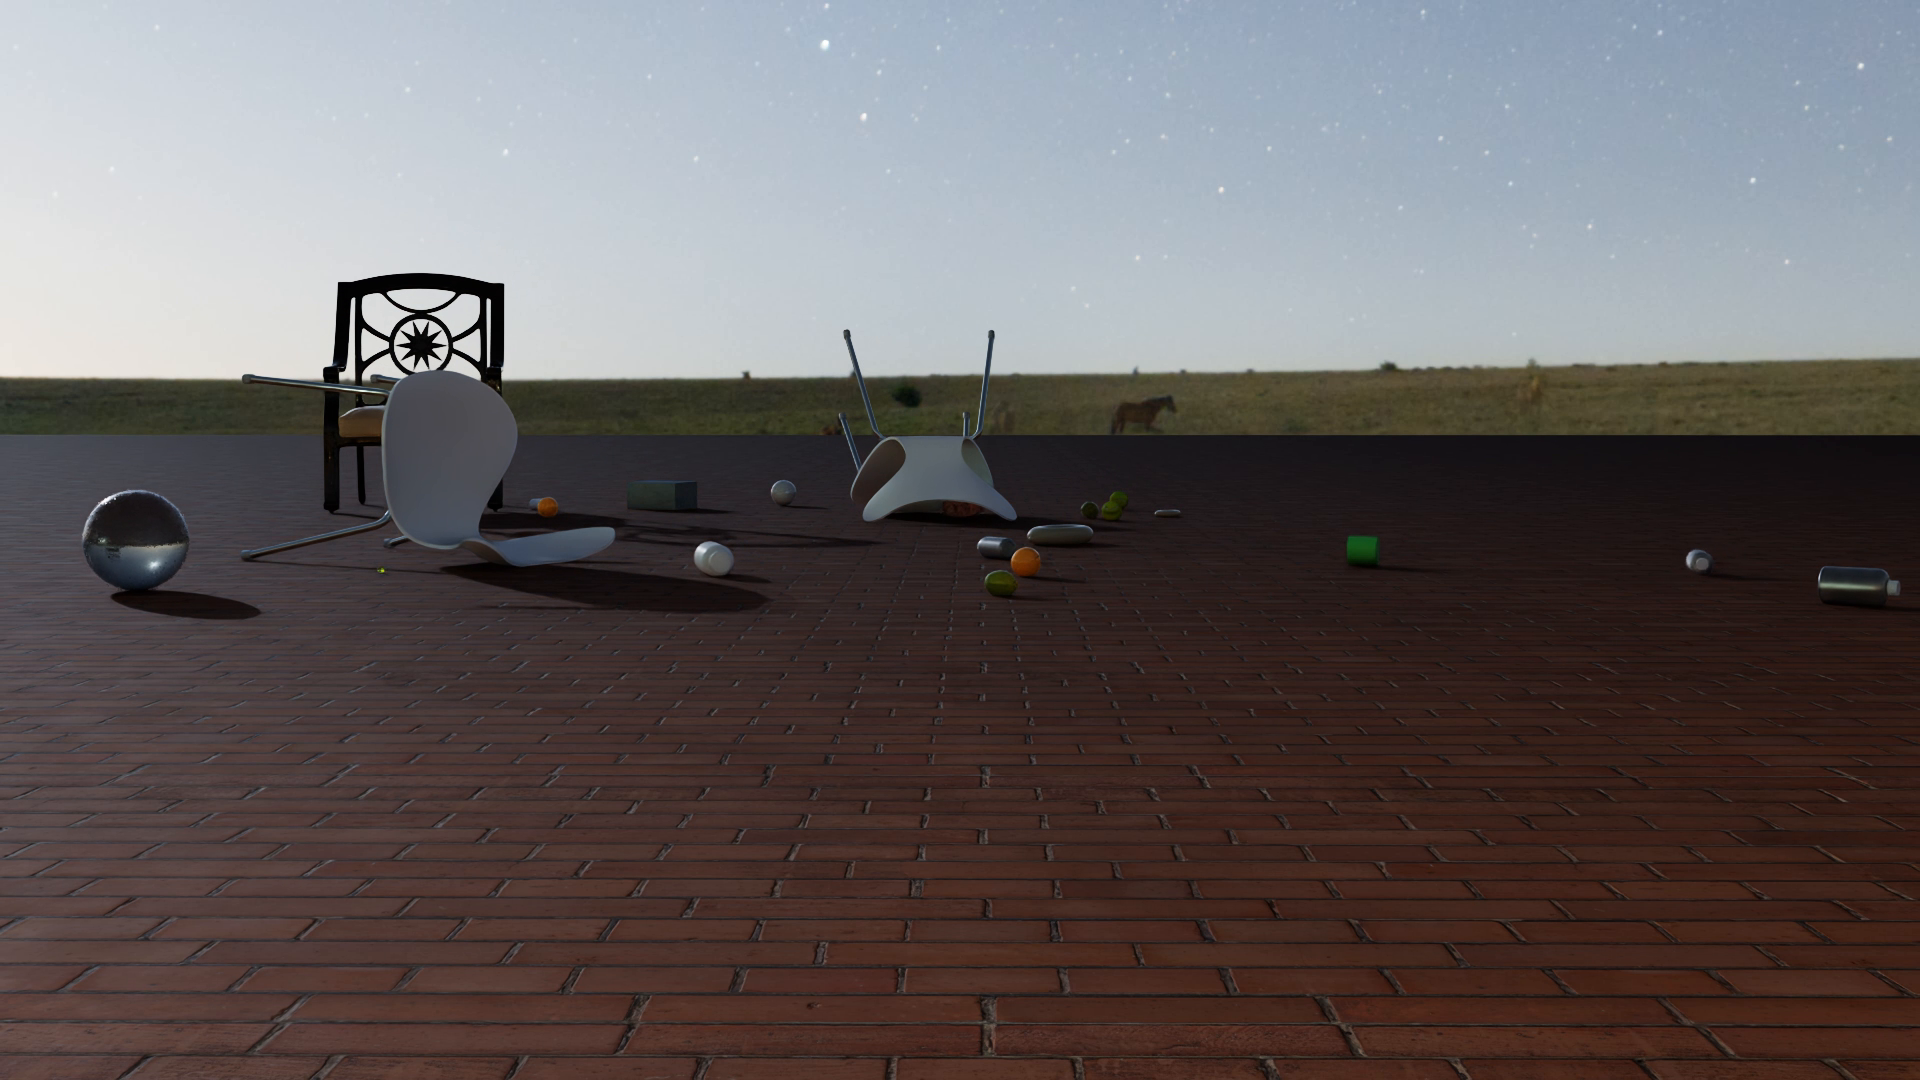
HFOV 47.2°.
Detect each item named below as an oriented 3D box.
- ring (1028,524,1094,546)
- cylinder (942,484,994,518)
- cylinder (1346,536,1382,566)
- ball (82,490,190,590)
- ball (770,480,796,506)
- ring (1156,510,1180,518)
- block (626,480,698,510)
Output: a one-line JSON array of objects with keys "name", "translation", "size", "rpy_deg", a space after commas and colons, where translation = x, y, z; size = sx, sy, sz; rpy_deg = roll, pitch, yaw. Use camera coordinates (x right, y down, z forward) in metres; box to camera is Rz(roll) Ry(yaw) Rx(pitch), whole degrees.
[{"name": "ring", "translation": [0.292, -0.014, 6.382], "size": [0.226, 0.052, 0.131], "rpy_deg": [-4, 6, -37]}, {"name": "cylinder", "translation": [0.029, -0.137, 7.735], "size": [0.167, 0.104, 0.117], "rpy_deg": [-18, 0, 12]}, {"name": "cylinder", "translation": [1.029, 0.028, 5.604], "size": [0.073, 0.070, 0.096], "rpy_deg": [-5, -19, 20]}, {"name": "ball", "translation": [-1.834, 0.001, 4.895], "size": [0.224, 0.224, 0.224], "rpy_deg": [0, 4, 0]}, {"name": "ball", "translation": [-0.679, -0.181, 8.468], "size": [0.099, 0.099, 0.099], "rpy_deg": [0, 4, 0]}, {"name": "ring", "translation": [0.731, -0.093, 7.747], "size": [0.106, 0.022, 0.060], "rpy_deg": [-4, 6, -35]}, {"name": "block", "translation": [-1.121, -0.169, 8.276], "size": [0.211, 0.100, 0.155], "rpy_deg": [2, 4, 25]}]
